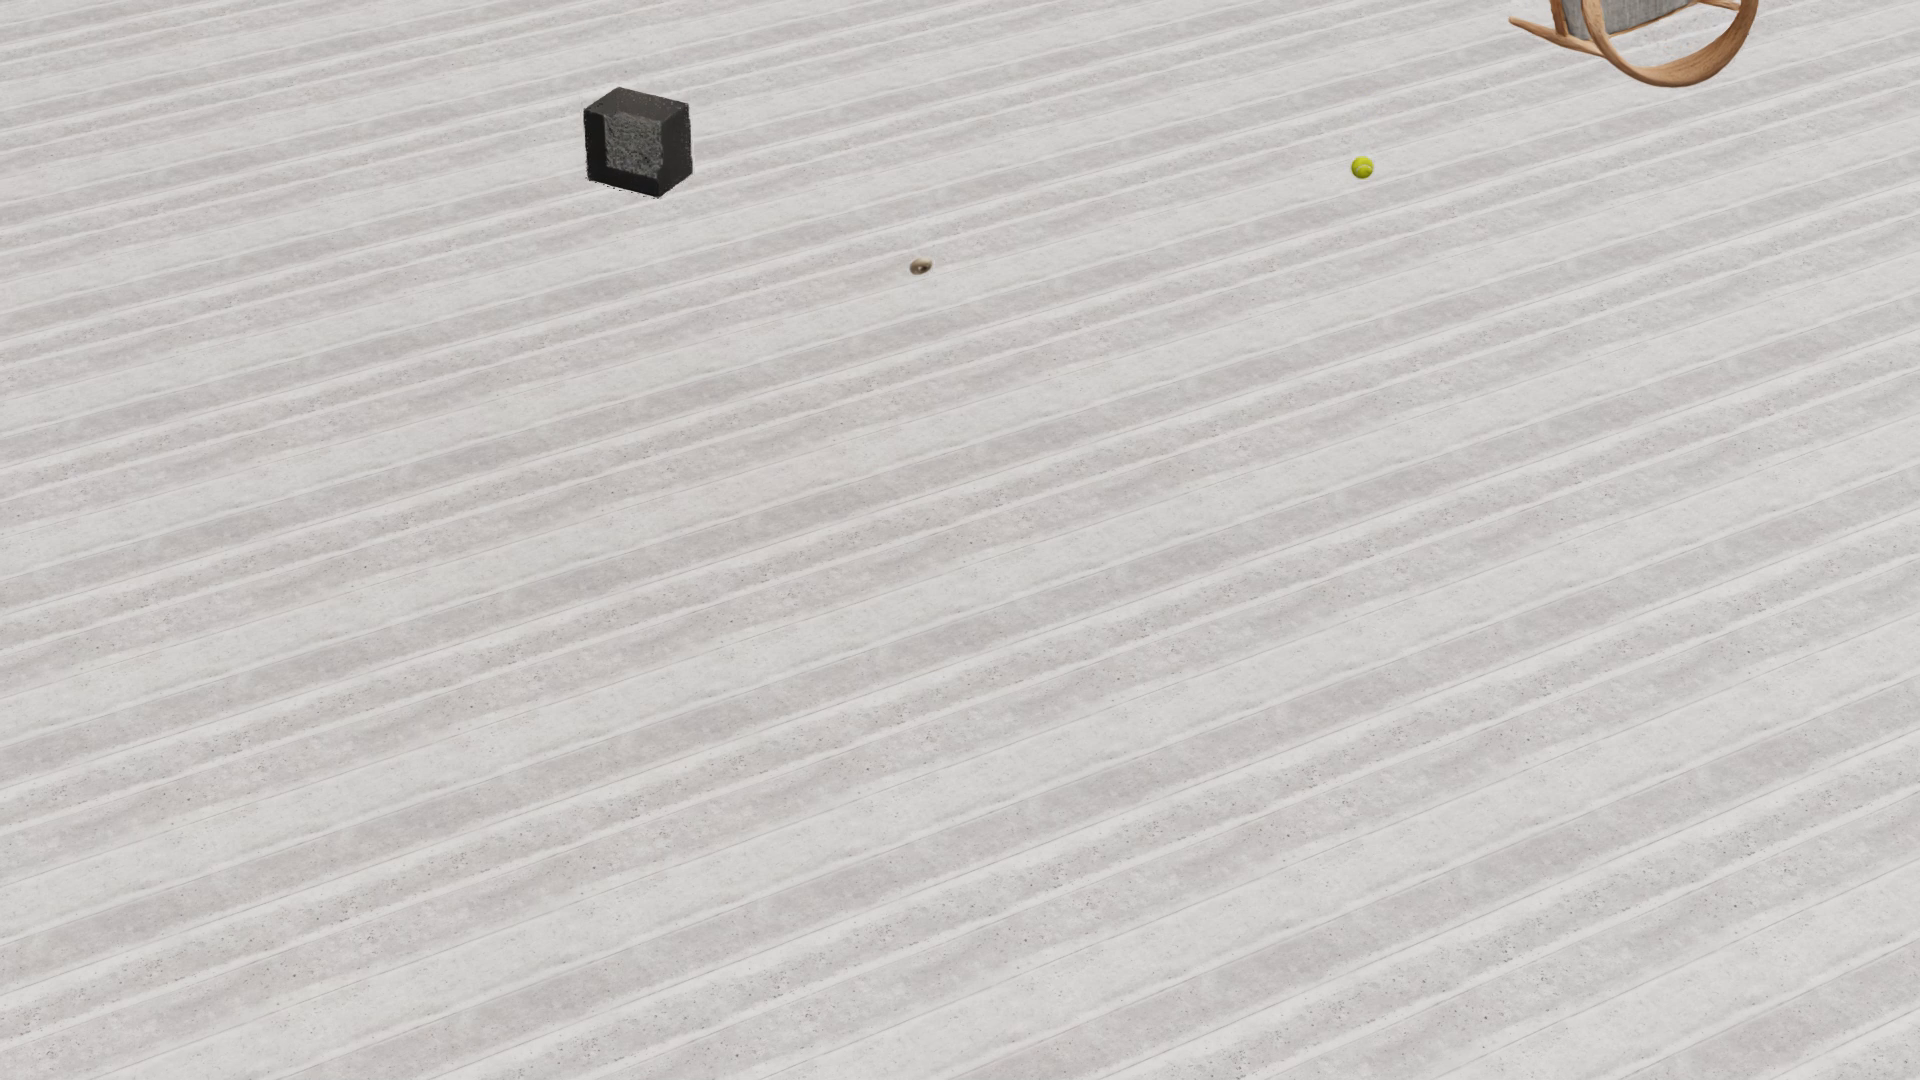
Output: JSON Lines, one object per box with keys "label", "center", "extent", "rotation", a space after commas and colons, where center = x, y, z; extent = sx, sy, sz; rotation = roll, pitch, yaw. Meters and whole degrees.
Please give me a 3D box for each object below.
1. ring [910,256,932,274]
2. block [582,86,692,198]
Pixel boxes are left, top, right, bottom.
{"label": "ring", "center": [-0.111, -0.780, 8.336], "extent": [0.061, 0.081, 0.028], "rotation": [6, 63, -36]}
{"label": "block", "center": [-0.815, -1.009, 7.432], "extent": [0.215, 0.195, 0.157], "rotation": [17, 37, 23]}
